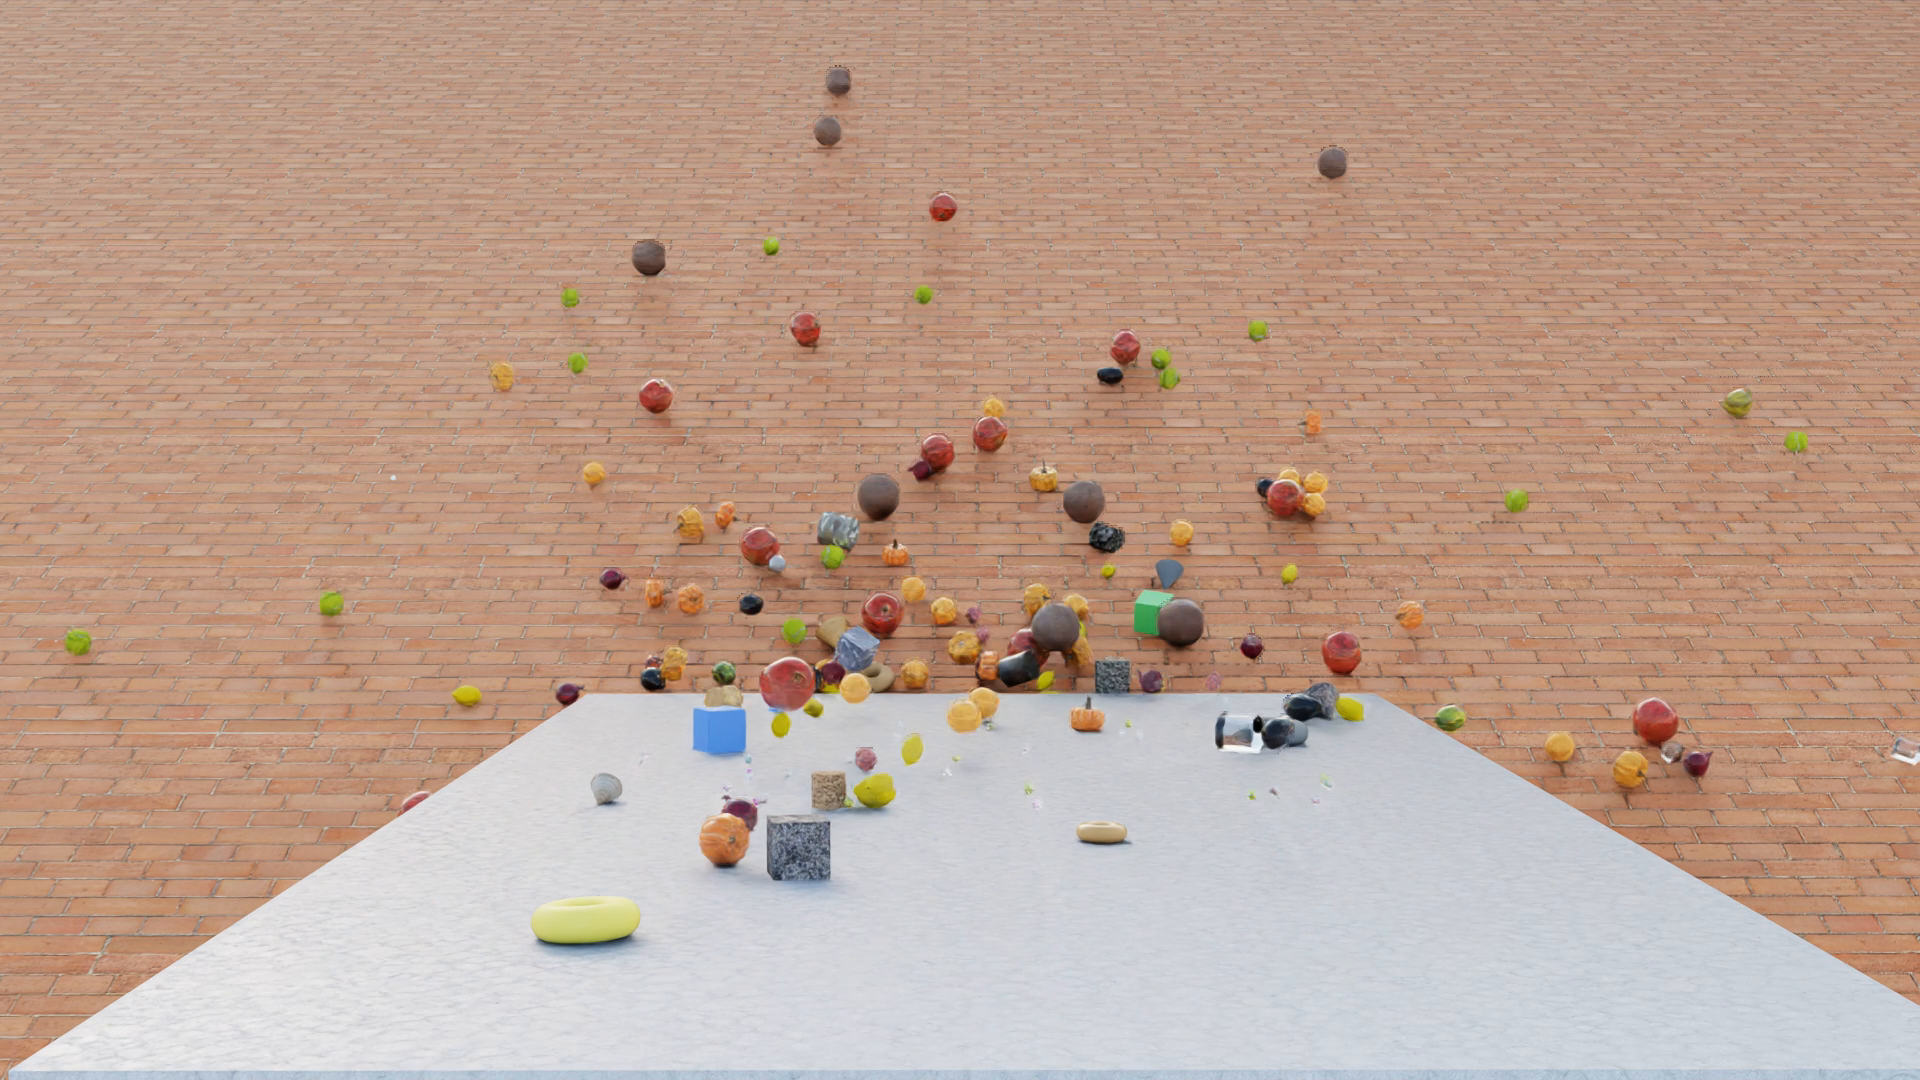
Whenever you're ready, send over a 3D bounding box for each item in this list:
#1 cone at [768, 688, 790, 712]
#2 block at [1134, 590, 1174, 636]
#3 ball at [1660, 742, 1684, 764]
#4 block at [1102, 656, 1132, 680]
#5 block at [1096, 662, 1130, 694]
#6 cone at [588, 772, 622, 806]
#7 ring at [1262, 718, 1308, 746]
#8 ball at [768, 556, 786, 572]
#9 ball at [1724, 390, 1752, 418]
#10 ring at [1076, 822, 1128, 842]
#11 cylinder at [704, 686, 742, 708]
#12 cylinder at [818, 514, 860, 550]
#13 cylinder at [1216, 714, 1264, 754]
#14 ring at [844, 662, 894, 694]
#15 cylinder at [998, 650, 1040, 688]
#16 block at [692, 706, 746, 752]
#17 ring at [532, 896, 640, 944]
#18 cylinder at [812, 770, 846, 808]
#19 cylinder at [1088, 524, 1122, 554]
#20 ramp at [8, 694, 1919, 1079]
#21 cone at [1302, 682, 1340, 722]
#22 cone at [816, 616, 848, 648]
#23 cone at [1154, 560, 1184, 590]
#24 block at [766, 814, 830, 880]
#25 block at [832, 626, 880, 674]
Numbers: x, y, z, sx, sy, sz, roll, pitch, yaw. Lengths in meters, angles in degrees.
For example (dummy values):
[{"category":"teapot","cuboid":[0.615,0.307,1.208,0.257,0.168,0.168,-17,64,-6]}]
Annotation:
[{"category":"cone","cuboid":[-0.429,0.378,6.109,0.054,0.054,0.054,0,2,0]},{"category":"block","cuboid":[0.533,0.200,7.083,0.087,0.087,0.087,9,26,18]},{"category":"ball","cuboid":[1.769,0.528,6.404,0.053,0.053,0.053,0,24,0]},{"category":"block","cuboid":[0.402,0.359,6.712,0.076,0.076,0.076,9,44,11]},{"category":"block","cuboid":[0.392,0.353,6.601,0.082,0.082,0.082,0,-5,0]},{"category":"cone","cuboid":[-0.624,0.447,4.495,0.058,0.058,0.058,1,38,3]},{"category":"ring","cuboid":[0.659,0.404,5.424,0.146,0.049,0.146,1,2,0]},{"category":"ball","cuboid":[-0.526,0.069,7.415,0.051,0.051,0.051,0,24,0]},{"category":"ball","cuboid":[2.569,-0.451,8.507,0.091,0.091,0.091,0,24,0]},{"category":"ring","cuboid":[0.223,0.460,4.061,0.081,0.027,0.081,1,1,0]},{"category":"cylinder","cuboid":[-0.554,0.375,6.039,0.064,0.064,0.064,15,10,30]},{"category":"cylinder","cuboid":[-0.357,-0.026,7.571,0.093,0.093,0.093,9,26,19]},{"category":"cylinder","cuboid":[0.569,0.395,5.248,0.077,0.077,0.077,1,23,27]},{"category":"ring","cuboid":[-0.239,0.363,6.777,0.134,0.045,0.134,-1,25,0]},{"category":"cylinder","cuboid":[0.154,0.336,6.720,0.077,0.077,0.077,-20,13,30]},{"category":"block","cuboid":[-0.497,0.390,5.322,0.084,0.084,0.084,-1,2,-28]},{"category":"ring","cuboid":[-0.471,0.478,3.247,0.138,0.046,0.138,-3,0,0]},{"category":"cylinder","cuboid":[-0.227,0.431,4.451,0.059,0.059,0.059,0,2,0]},{"category":"cylinder","cuboid":[0.427,-0.005,7.550,0.072,0.072,0.072,18,30,33]},{"category":"ramp","cuboid":[0.056,0.507,4.550,2.000,0.100,4.000,0,2,0]},{"category":"cone","cuboid":[0.840,0.391,5.909,0.092,0.092,0.092,-4,29,-8]},{"category":"cone","cuboid":[-0.327,0.275,6.970,0.098,0.098,0.098,-13,54,-25]},{"category":"cone","cuboid":[0.590,0.113,7.334,0.083,0.083,0.083,5,52,11]},{"category":"block","cuboid":[-0.234,0.444,3.728,0.082,0.082,0.082,0,2,-11]},{"category":"block","cuboid":[-0.272,0.288,6.763,0.078,0.078,0.078,34,31,19]}]
